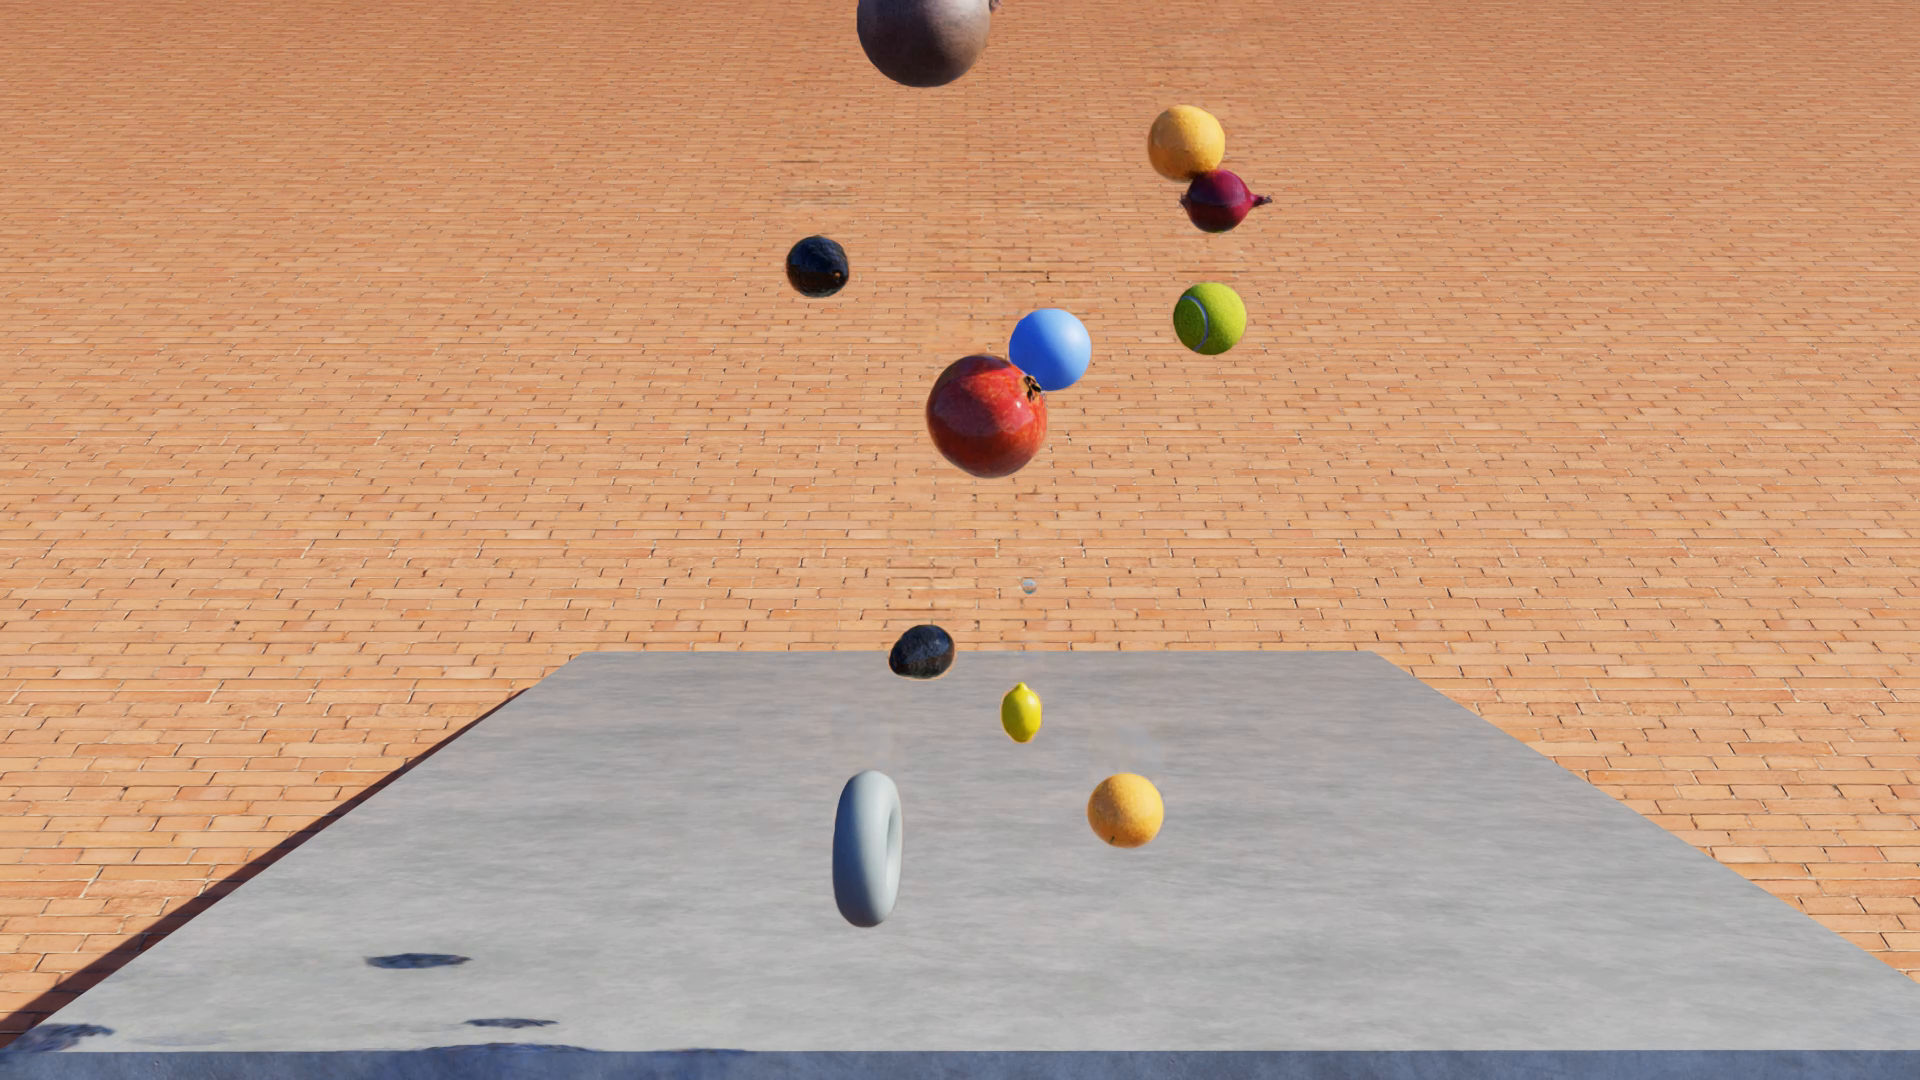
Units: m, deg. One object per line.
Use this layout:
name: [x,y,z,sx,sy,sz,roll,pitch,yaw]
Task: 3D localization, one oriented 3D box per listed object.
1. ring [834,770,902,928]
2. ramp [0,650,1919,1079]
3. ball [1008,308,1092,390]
ring: [-0.087,0.293,2.439,0.050,0.149,0.149,2,21,7]
ramp: [0.049,0.442,4.532,2.000,0.100,4.000,0,3,0]
ball: [0.093,-0.197,2.660,0.085,0.085,0.085,0,21,0]
